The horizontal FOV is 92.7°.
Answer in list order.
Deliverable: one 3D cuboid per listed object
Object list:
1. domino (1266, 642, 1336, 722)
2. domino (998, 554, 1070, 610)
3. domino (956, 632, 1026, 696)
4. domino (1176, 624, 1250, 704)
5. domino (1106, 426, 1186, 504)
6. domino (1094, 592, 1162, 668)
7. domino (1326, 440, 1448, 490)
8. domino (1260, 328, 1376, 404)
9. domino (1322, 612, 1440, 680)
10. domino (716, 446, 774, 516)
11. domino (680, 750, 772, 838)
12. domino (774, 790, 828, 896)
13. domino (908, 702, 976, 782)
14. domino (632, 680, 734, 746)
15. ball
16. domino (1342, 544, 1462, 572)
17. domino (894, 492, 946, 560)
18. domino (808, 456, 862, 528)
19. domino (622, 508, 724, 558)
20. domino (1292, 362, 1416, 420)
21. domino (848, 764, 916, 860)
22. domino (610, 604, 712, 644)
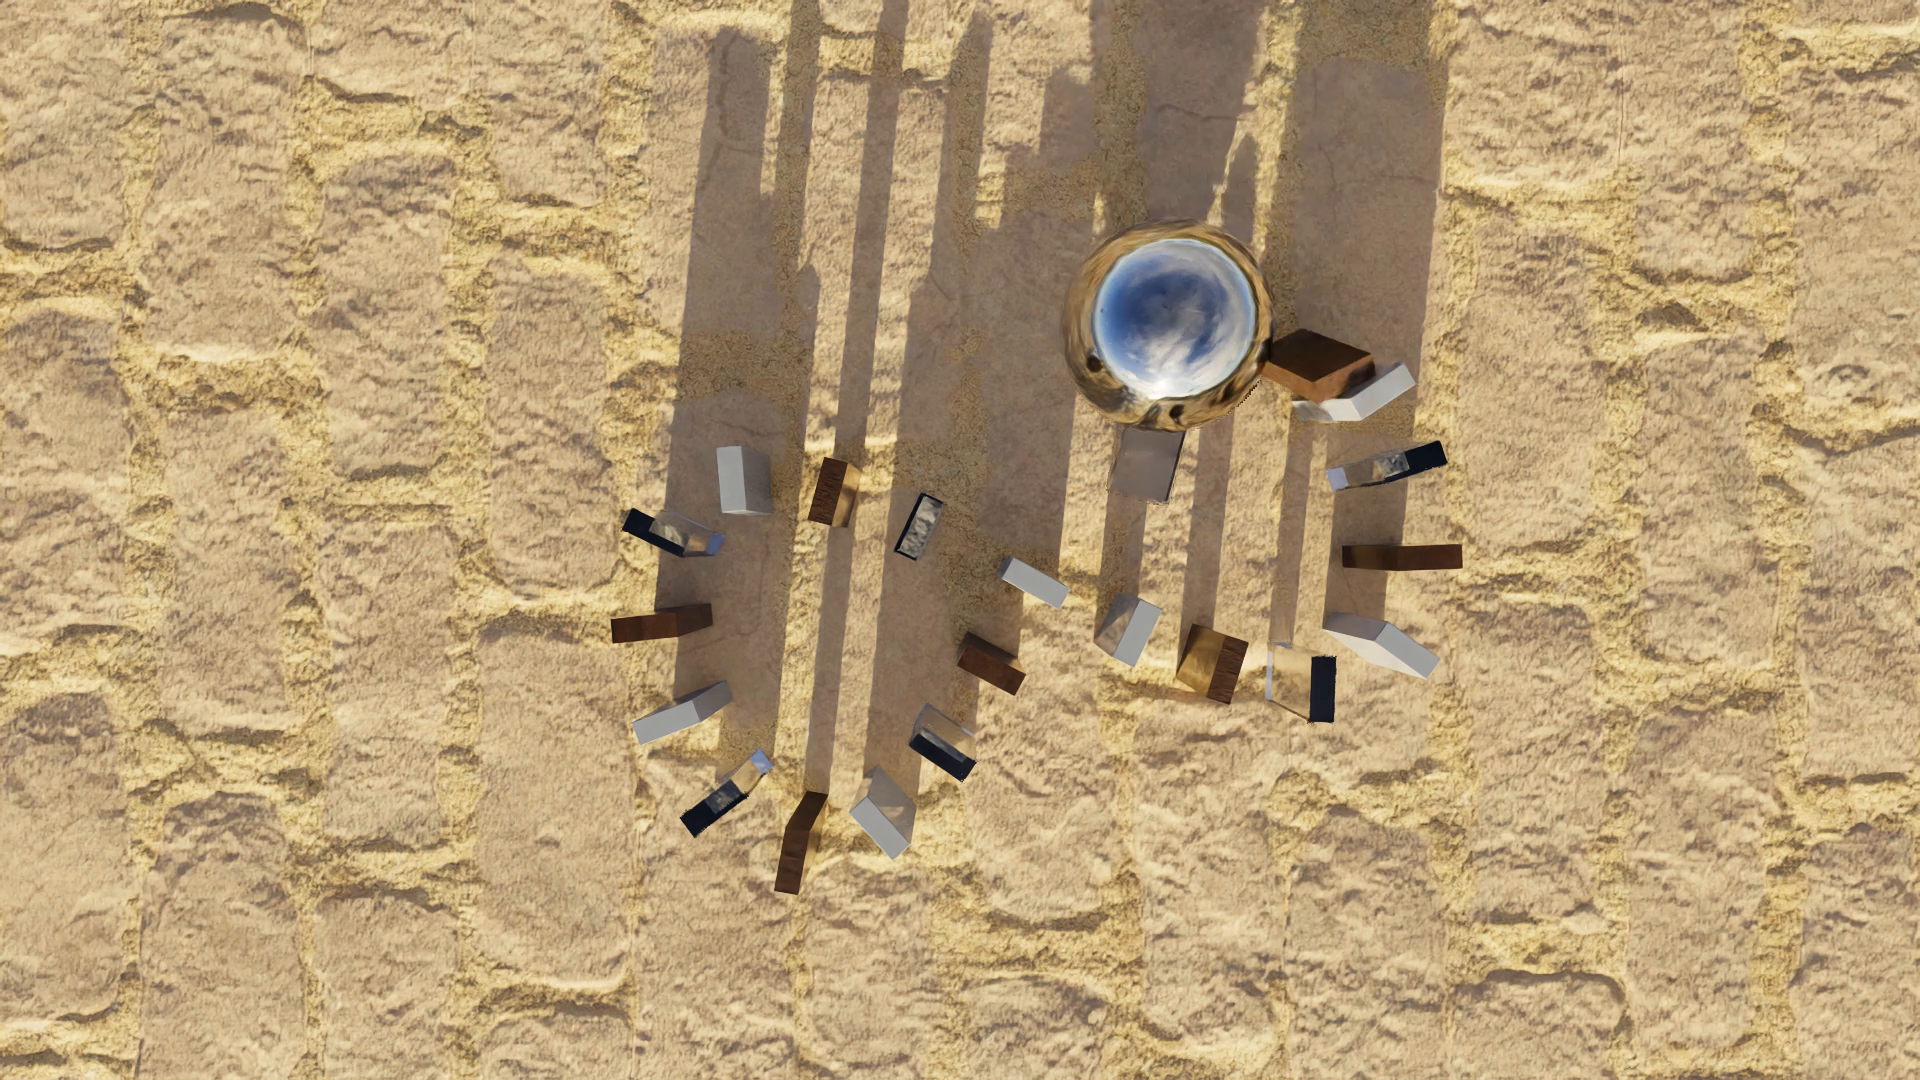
[{"bbox_3d":[0.139,0.057,0.375,0.009,0.050,0.025,2,90,0],"label":"domino"},{"bbox_3d":[0.029,0.017,0.375,0.025,0.050,0.010,29,90,0],"label":"domino"},{"bbox_3d":[0.012,0.050,0.375,0.025,0.050,0.009,28,90,0],"label":"domino"},{"bbox_3d":[0.102,0.050,0.375,0.009,0.050,0.025,17,90,0],"label":"domino"},{"bbox_3d":[0.083,-0.043,0.395,0.025,0.010,0.050,15,90,0],"label":"domino"},{"bbox_3d":[0.068,0.036,0.375,0.009,0.050,0.025,26,90,0],"label":"domino"},{"bbox_3d":[0.173,-0.030,0.375,0.025,0.050,0.009,-18,90,0],"label":"domino"},{"bbox_3d":[0.144,-0.072,0.376,0.025,0.050,0.010,-26,117,0],"label":"domino"},{"bbox_3d":[0.171,0.042,0.375,0.025,0.050,0.010,36,90,0],"label":"domino"},{"bbox_3d":[-0.087,-0.023,0.375,0.009,0.050,0.025,-5,90,0],"label":"domino"},{"bbox_3d":[-0.095,0.102,0.375,0.025,0.050,0.009,-37,90,0],"label":"domino"},{"bbox_3d":[-0.064,0.123,0.375,0.009,0.050,0.025,10,90,0],"label":"domino"},{"bbox_3d":[-0.007,0.082,0.375,0.025,0.050,0.010,34,90,0],"label":"domino"},{"bbox_3d":[-0.112,0.070,0.375,0.025,0.050,0.010,-21,90,0],"label":"domino"},{"bbox_3d":[0.079,-0.081,0.351,0.080,0.080,0.080,0,90,0],"label":"ball"},{"bbox_3d":[0.180,0.007,0.375,0.025,0.050,0.009,-2,90,0],"label":"domino"},{"bbox_3d":[-0.016,-0.005,0.375,0.009,0.050,0.025,25,90,0],"label":"domino"},{"bbox_3d":[-0.051,-0.019,0.375,0.009,0.050,0.025,15,90,0],"label":"domino"},{"bbox_3d":[-0.116,-0.003,0.375,0.025,0.050,0.009,25,90,0],"label":"domino"},{"bbox_3d":[0.159,-0.060,0.375,0.025,0.050,0.009,-34,99,0],"label":"domino"},{"bbox_3d":[-0.031,0.110,0.375,0.009,0.050,0.025,-42,90,0],"label":"domino"},{"bbox_3d":[-0.121,0.034,0.375,0.025,0.050,0.009,-6,90,0],"label":"domino"}]
